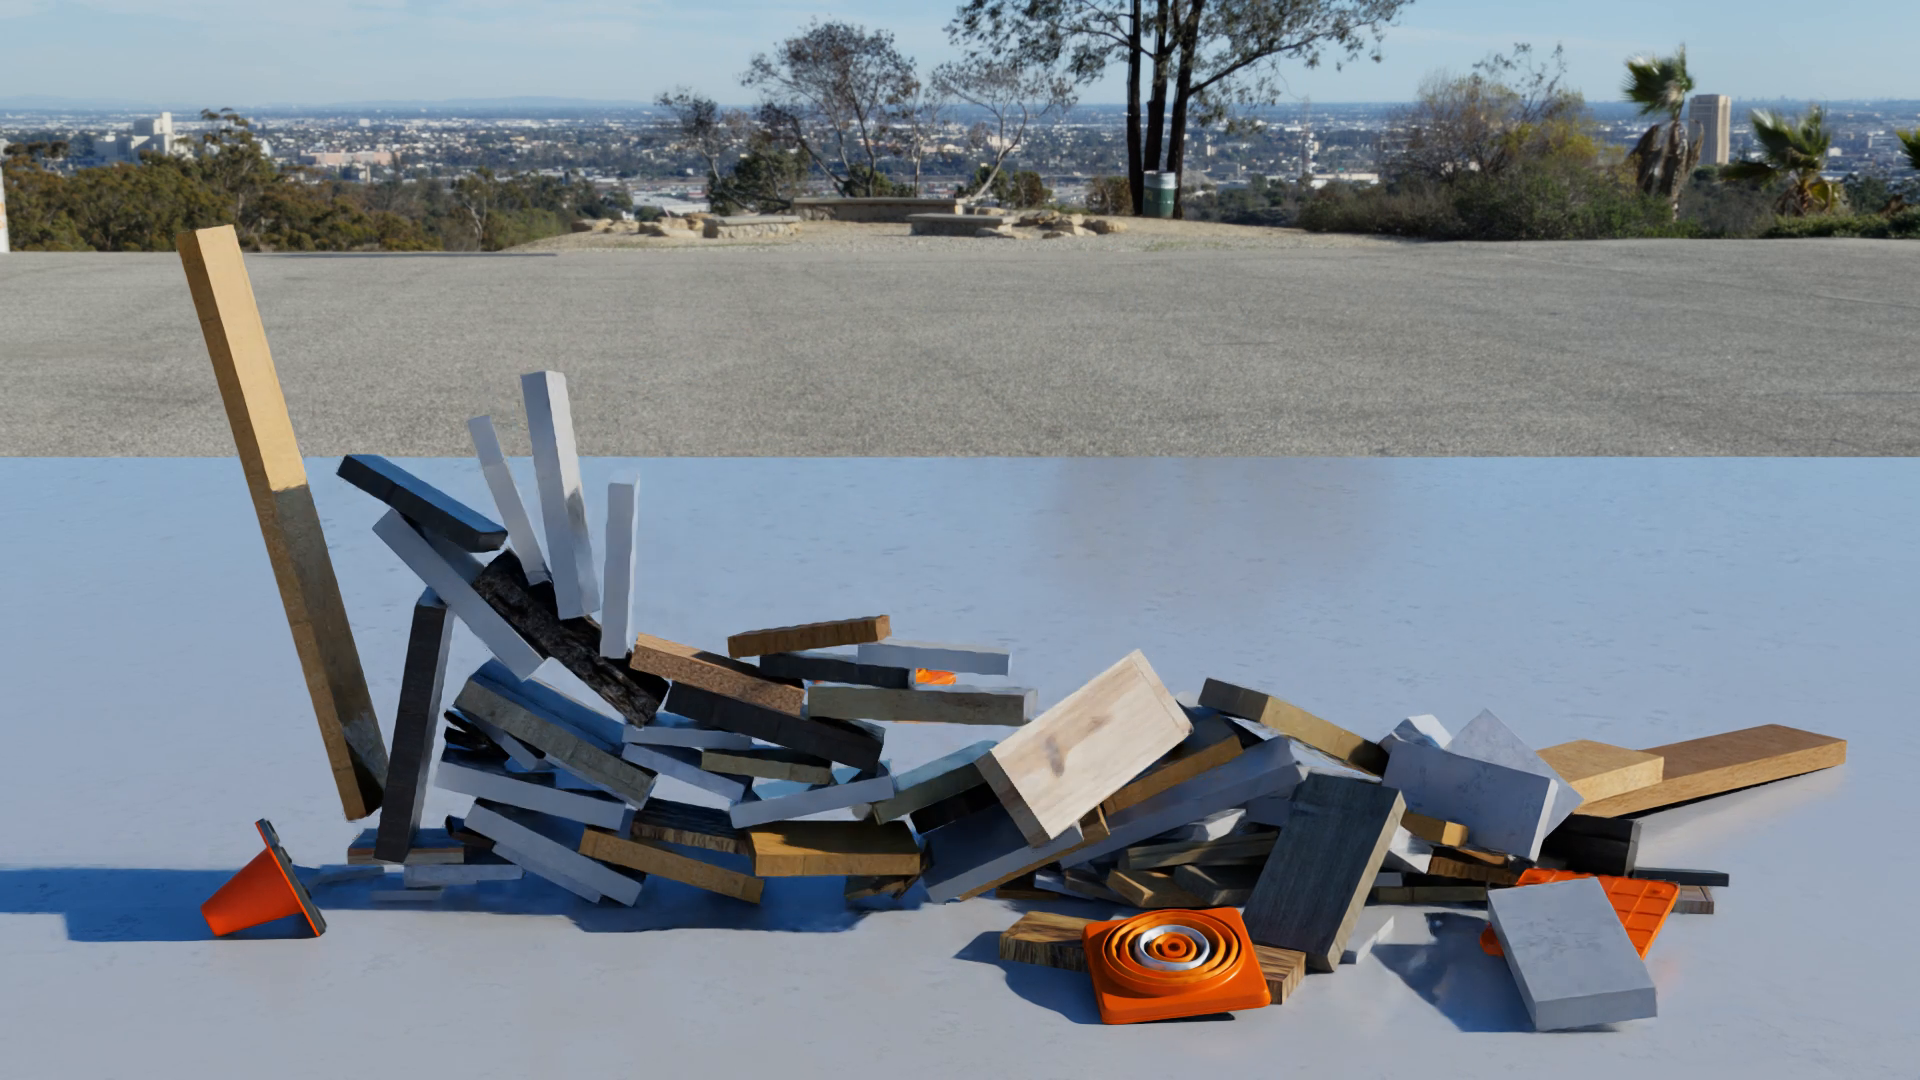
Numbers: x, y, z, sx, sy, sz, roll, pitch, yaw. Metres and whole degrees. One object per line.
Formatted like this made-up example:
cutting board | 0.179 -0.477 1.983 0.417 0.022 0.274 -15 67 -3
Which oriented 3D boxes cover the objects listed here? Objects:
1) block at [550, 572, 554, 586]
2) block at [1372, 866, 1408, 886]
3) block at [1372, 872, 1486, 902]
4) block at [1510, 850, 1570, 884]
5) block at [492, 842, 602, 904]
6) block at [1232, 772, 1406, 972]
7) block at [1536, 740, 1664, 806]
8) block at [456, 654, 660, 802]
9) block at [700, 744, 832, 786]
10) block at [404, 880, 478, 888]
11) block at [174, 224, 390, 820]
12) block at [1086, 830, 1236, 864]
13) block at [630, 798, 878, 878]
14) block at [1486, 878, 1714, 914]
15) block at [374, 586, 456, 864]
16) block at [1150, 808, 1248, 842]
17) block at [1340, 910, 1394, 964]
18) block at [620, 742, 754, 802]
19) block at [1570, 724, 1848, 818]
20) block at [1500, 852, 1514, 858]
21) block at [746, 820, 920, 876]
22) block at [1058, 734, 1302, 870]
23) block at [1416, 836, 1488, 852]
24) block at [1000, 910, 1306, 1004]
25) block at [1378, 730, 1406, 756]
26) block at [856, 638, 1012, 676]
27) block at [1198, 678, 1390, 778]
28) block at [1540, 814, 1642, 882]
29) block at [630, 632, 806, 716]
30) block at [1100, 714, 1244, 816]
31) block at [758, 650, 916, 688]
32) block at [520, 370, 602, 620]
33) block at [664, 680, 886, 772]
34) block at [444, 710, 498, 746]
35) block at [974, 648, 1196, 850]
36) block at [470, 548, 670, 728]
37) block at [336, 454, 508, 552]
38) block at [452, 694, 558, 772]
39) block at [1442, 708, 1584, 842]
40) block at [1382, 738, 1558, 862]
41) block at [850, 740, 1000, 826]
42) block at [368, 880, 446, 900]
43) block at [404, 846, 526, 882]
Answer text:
block | -0.653 0.049 3.616 0.014 0.049 0.099 -11 38 7
block | 0.656 0.553 3.683 0.178 0.025 0.089 -4 11 20
block | 0.779 0.577 3.672 0.178 0.025 0.089 0 11 -1
block | 0.964 0.541 3.652 0.072 0.021 0.145 15 8 24
block | -0.676 0.534 3.653 0.194 0.027 0.097 28 10 -5
block | 0.564 0.515 3.436 0.159 0.045 0.318 7 51 34
block | 1.108 0.422 3.977 0.335 0.047 0.167 -6 11 -42
block | -0.650 0.310 3.629 0.339 0.048 0.170 29 10 -2
block | -0.312 0.361 3.580 0.206 0.029 0.103 7 7 -1
block | -0.864 0.559 3.670 0.117 0.017 0.058 -2 13 -6
block | -1.086 -0.025 3.569 0.036 0.975 0.127 -11 10 11
block | 0.337 0.517 3.784 0.252 0.036 0.126 -6 -2 -7
block | -0.331 0.491 3.633 0.414 0.026 0.090 10 21 3
block | 1.055 0.585 3.636 0.355 0.021 0.076 2 11 10
block | -0.883 0.294 3.577 0.048 0.426 0.170 10 10 -7
block | 0.306 0.481 3.785 0.098 0.028 0.417 -14 6 -40
block | 0.617 0.620 3.449 0.072 0.021 0.180 6 12 28
block | -0.442 0.368 3.591 0.206 0.029 0.103 20 8 2
block | 1.330 0.447 4.180 1.014 0.047 0.167 -5 11 -37
block | 1.023 0.536 3.904 0.151 0.021 0.076 -3 11 -14
block | -0.207 0.496 3.551 0.264 0.037 0.132 2 16 -13
block | 0.360 0.437 3.683 0.422 0.036 0.127 -21 15 6
block | 0.762 0.505 3.847 0.318 0.045 0.159 5 5 -36
block | 0.291 0.632 3.345 0.447 0.036 0.126 5 11 24
block | 0.833 0.418 3.836 0.223 0.032 0.112 48 25 14
block | -0.039 0.190 3.592 0.244 0.035 0.122 4 2 4
block | 0.598 0.334 3.862 0.339 0.048 0.170 25 -7 -32
block | 1.053 0.517 3.733 0.028 0.098 0.195 22 -13 -41
block | -0.396 0.217 3.588 0.281 0.040 0.140 17 3 -8
block | 0.347 0.382 3.750 0.254 0.036 0.127 -24 15 -3
block | -0.199 0.210 3.613 0.244 0.035 0.122 5 2 4
block | -0.640 -0.073 3.535 0.040 0.392 0.140 -8 3 2
block | -0.299 0.293 3.598 0.351 0.050 0.175 17 3 -2
block | -0.803 0.313 3.659 0.105 0.015 0.053 27 5 25
block | 0.211 0.337 3.610 0.415 0.170 0.048 -30 -7 -45
block | -0.629 0.157 3.574 0.351 0.050 0.175 41 4 -6
block | -0.856 -0.059 3.512 0.254 0.036 0.127 29 5 6
block | -0.748 0.316 3.645 0.181 0.026 0.090 37 9 16
block | 0.941 0.403 3.754 0.112 0.223 0.032 -40 -16 -17
block | 0.846 0.435 3.692 0.284 0.136 0.039 13 -9 37
block | -0.044 0.400 3.645 0.264 0.037 0.132 -20 6 -19
block | -0.920 0.582 3.664 0.117 0.017 0.059 0 11 -1
block | -0.820 0.536 3.666 0.194 0.027 0.097 -1 13 -2
